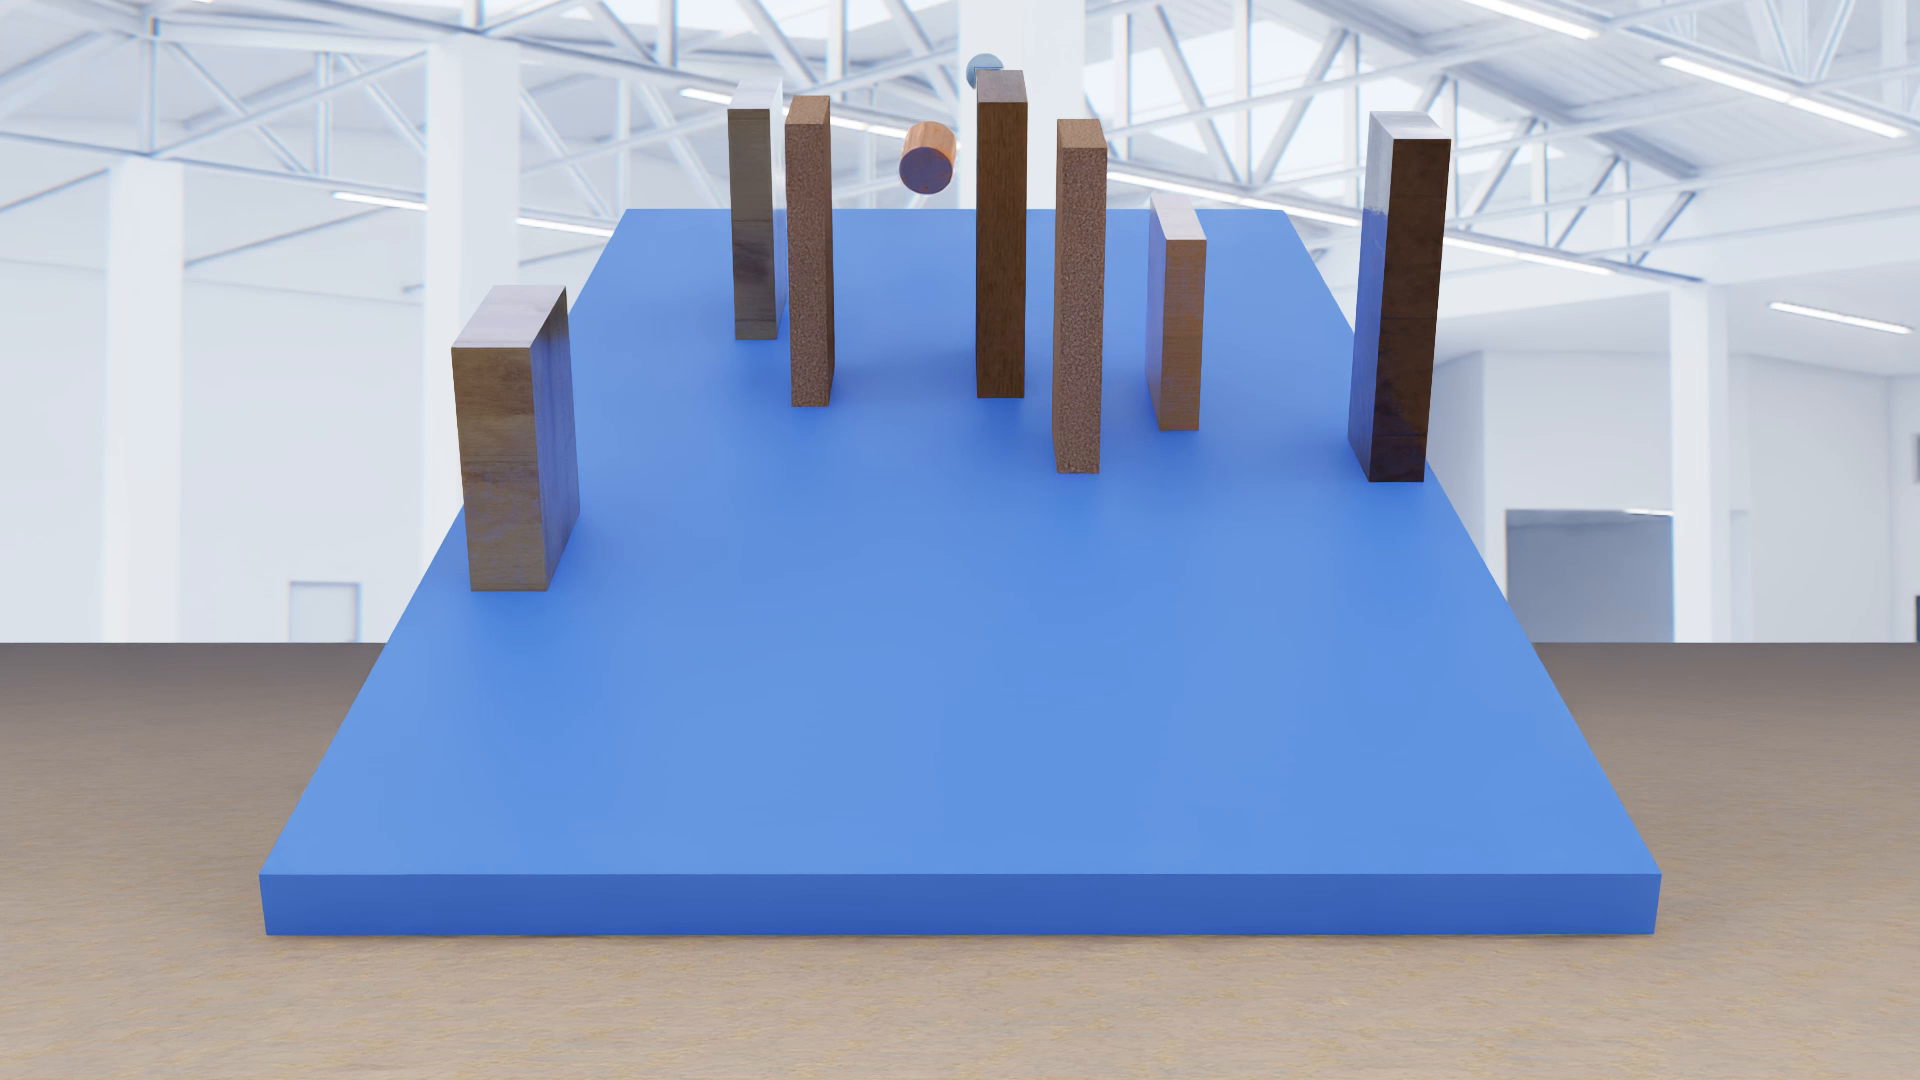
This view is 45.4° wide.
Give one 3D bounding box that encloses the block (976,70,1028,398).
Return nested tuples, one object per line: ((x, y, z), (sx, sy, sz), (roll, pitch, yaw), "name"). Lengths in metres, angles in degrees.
((0.094, -0.716, 5.333), (0.108, 0.681, 0.394), (0, 22, 0), "block")

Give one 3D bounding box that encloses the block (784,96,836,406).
((-0.341, -0.664, 5.248), (0.083, 0.646, 0.326), (0, 22, 0), "block")

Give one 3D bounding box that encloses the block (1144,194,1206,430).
((0.484, -0.521, 5.184), (0.087, 0.432, 0.424), (0, 22, 0), "block")

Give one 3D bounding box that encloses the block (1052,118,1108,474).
((0.248, -0.512, 4.814), (0.088, 0.689, 0.287), (0, 22, 0), "block")

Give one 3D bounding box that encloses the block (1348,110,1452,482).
((0.906, -0.505, 4.759), (0.114, 0.718, 0.279), (0, 22, 0), "block")

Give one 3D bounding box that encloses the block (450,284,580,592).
((-0.830, -0.199, 4.322), (0.140, 0.468, 0.411), (0, 22, 0), "block")

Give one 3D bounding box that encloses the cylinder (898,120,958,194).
((-0.093, -1.128, 6.765), (0.158, 0.158, 0.158), (0, 38, 6), "cylinder")

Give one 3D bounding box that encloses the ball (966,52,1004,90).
((0.075, -1.372, 6.738), (0.117, 0.117, 0.117), (0, -2, 0), "ball")

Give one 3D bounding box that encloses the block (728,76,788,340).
((-0.507, -0.843, 5.791), (0.102, 0.576, 0.424), (0, 22, 0), "block")

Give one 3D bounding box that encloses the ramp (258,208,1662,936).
((-0.006, -0.220, 5.144), (2.000, 0.100, 4.000), (0, 22, 0), "ramp")
